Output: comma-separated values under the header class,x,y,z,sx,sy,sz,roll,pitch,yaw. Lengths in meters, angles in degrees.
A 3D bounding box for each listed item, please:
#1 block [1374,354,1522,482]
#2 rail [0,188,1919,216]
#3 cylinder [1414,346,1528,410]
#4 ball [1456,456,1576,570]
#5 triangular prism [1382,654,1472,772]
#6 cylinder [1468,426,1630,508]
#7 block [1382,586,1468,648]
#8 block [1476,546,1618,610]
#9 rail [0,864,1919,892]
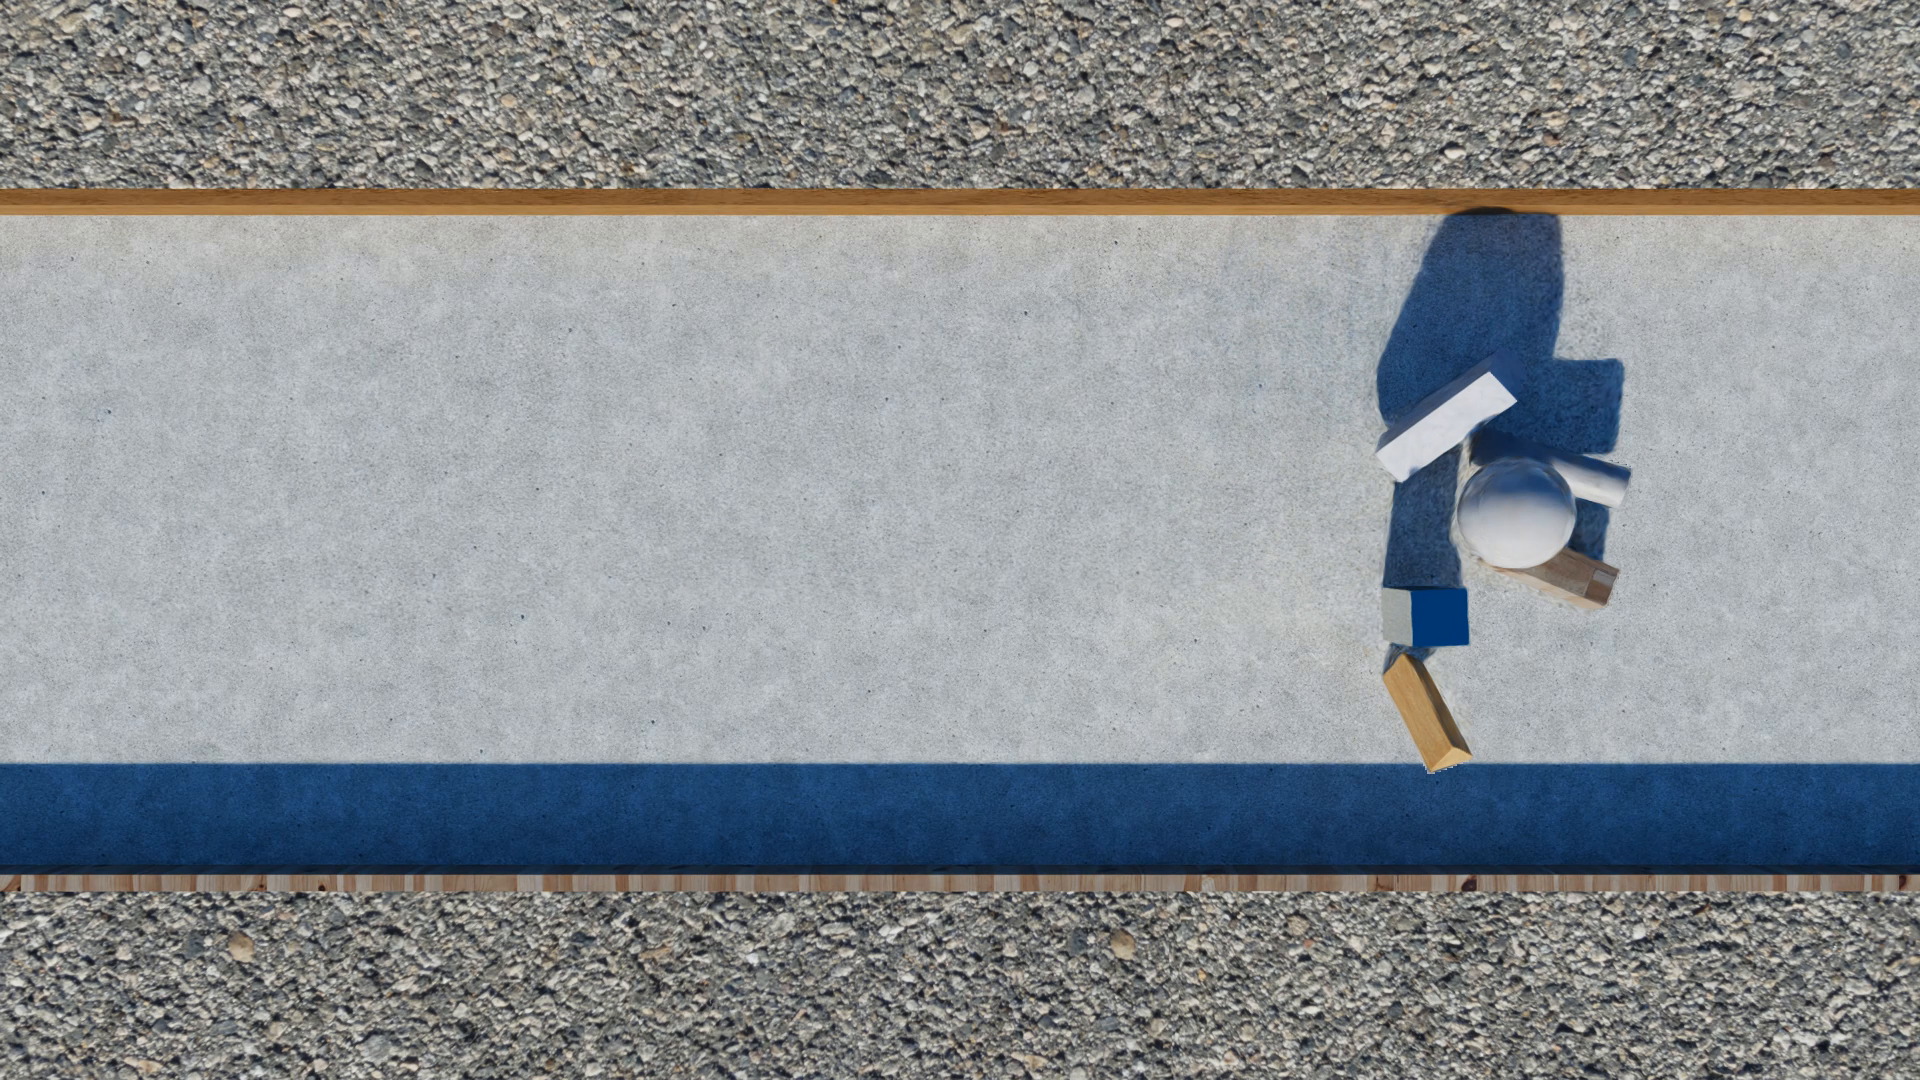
class,x,y,z,sx,sy,sz,roll,pitch,yaw
block,1.438,-0.356,4.874,0.122,0.122,0.433,44,128,-7
rail,-2.247,-1.025,5.002,12.000,0.150,0.050,0,90,0
cylinder,1.526,-0.441,4.934,0.315,0.121,0.121,-38,90,37
ball,1.604,-0.079,4.756,0.327,0.327,0.327,0,90,0
triangular prism,1.398,0.502,4.930,0.133,0.115,0.338,-19,55,0
cylinder,1.778,-0.220,4.985,0.445,0.125,0.125,17,90,7
block,1.380,0.225,4.910,0.162,0.332,0.162,-2,90,0
block,1.780,0.080,5.002,0.370,0.122,0.122,23,83,2
rail,-2.247,1.025,5.001,12.000,0.150,0.050,0,90,0
